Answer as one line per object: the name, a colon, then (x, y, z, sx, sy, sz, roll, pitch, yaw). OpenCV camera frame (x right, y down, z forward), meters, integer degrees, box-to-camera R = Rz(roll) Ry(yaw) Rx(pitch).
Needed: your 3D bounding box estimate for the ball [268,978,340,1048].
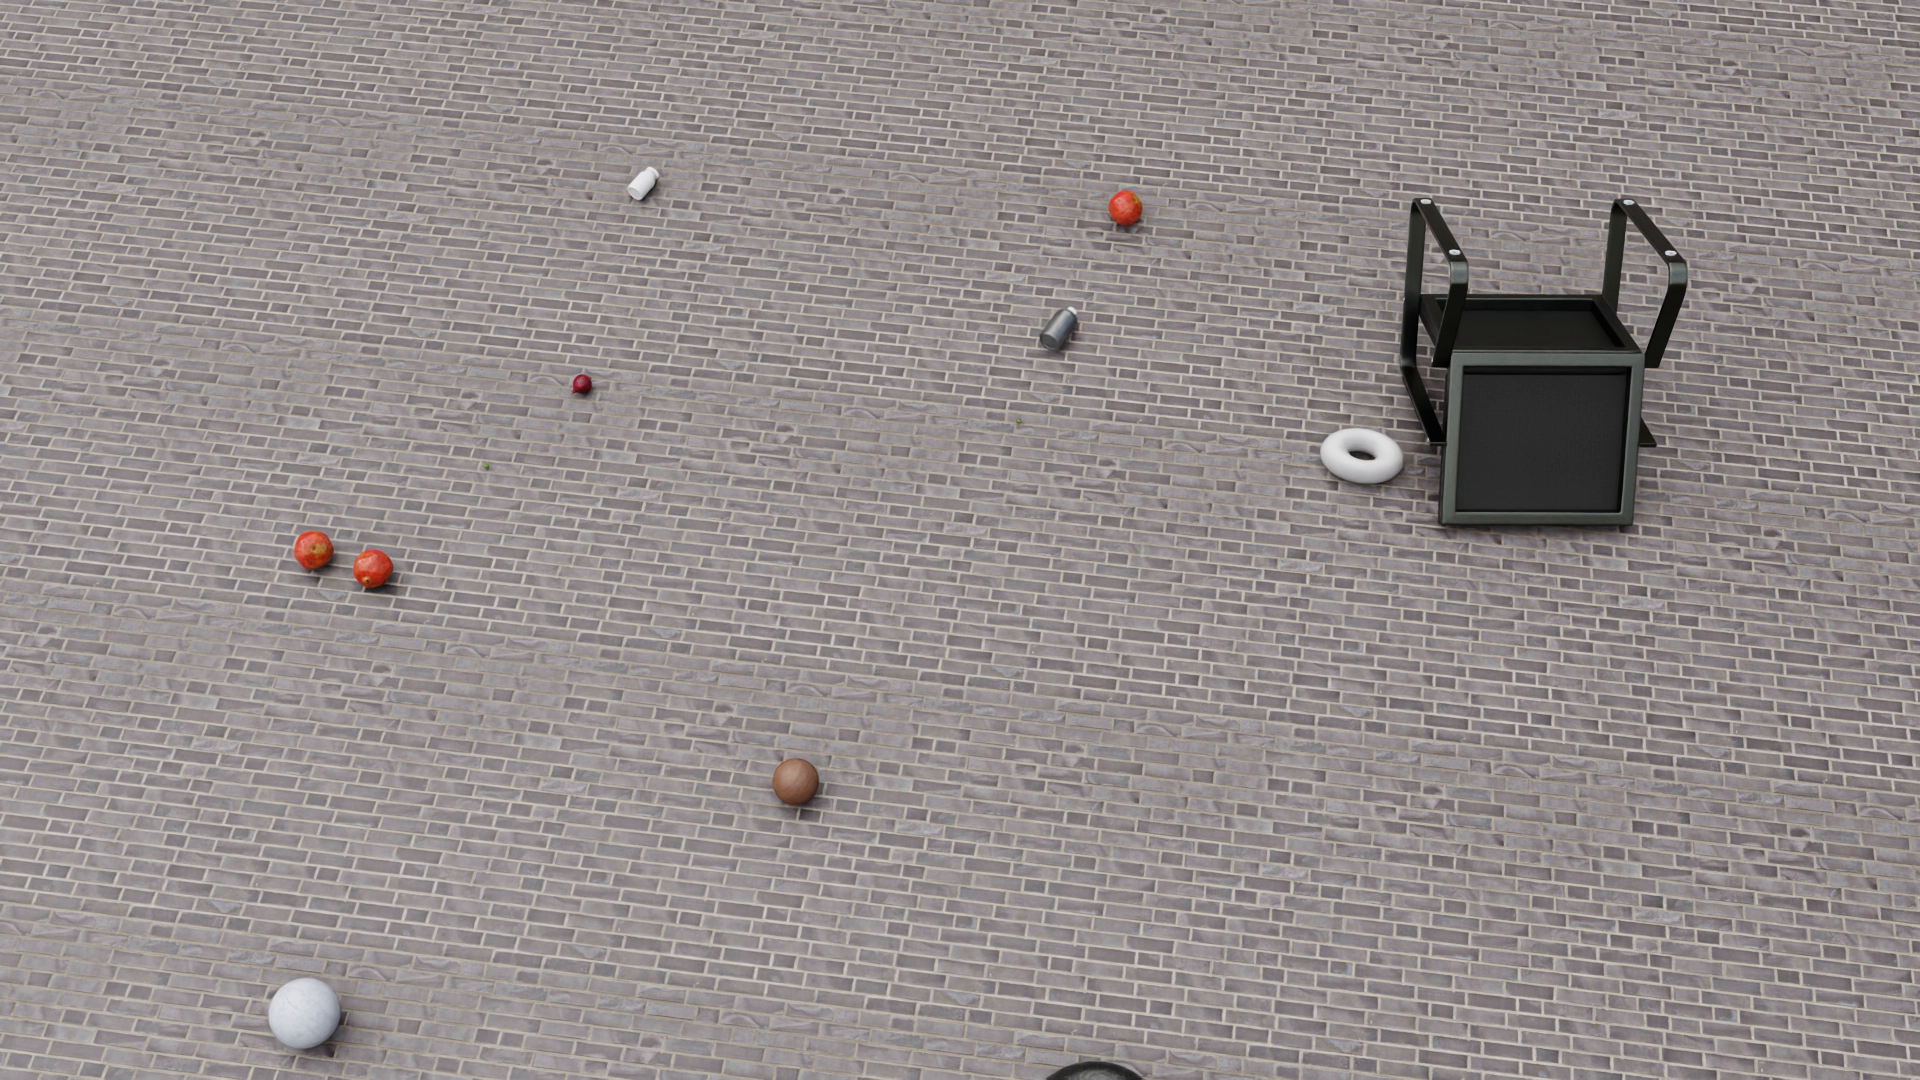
ball: (-1.684, 1.216, 5.651, 0.179, 0.179, 0.179, 0, 56, 0)

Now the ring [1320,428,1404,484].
ring: (1.223, -0.256, 6.691, 0.255, 0.093, 0.175, 9, 58, 5)

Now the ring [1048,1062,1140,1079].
ring: (0.343, 1.494, 5.474, 0.387, 0.165, 0.402, -23, 58, -13)
